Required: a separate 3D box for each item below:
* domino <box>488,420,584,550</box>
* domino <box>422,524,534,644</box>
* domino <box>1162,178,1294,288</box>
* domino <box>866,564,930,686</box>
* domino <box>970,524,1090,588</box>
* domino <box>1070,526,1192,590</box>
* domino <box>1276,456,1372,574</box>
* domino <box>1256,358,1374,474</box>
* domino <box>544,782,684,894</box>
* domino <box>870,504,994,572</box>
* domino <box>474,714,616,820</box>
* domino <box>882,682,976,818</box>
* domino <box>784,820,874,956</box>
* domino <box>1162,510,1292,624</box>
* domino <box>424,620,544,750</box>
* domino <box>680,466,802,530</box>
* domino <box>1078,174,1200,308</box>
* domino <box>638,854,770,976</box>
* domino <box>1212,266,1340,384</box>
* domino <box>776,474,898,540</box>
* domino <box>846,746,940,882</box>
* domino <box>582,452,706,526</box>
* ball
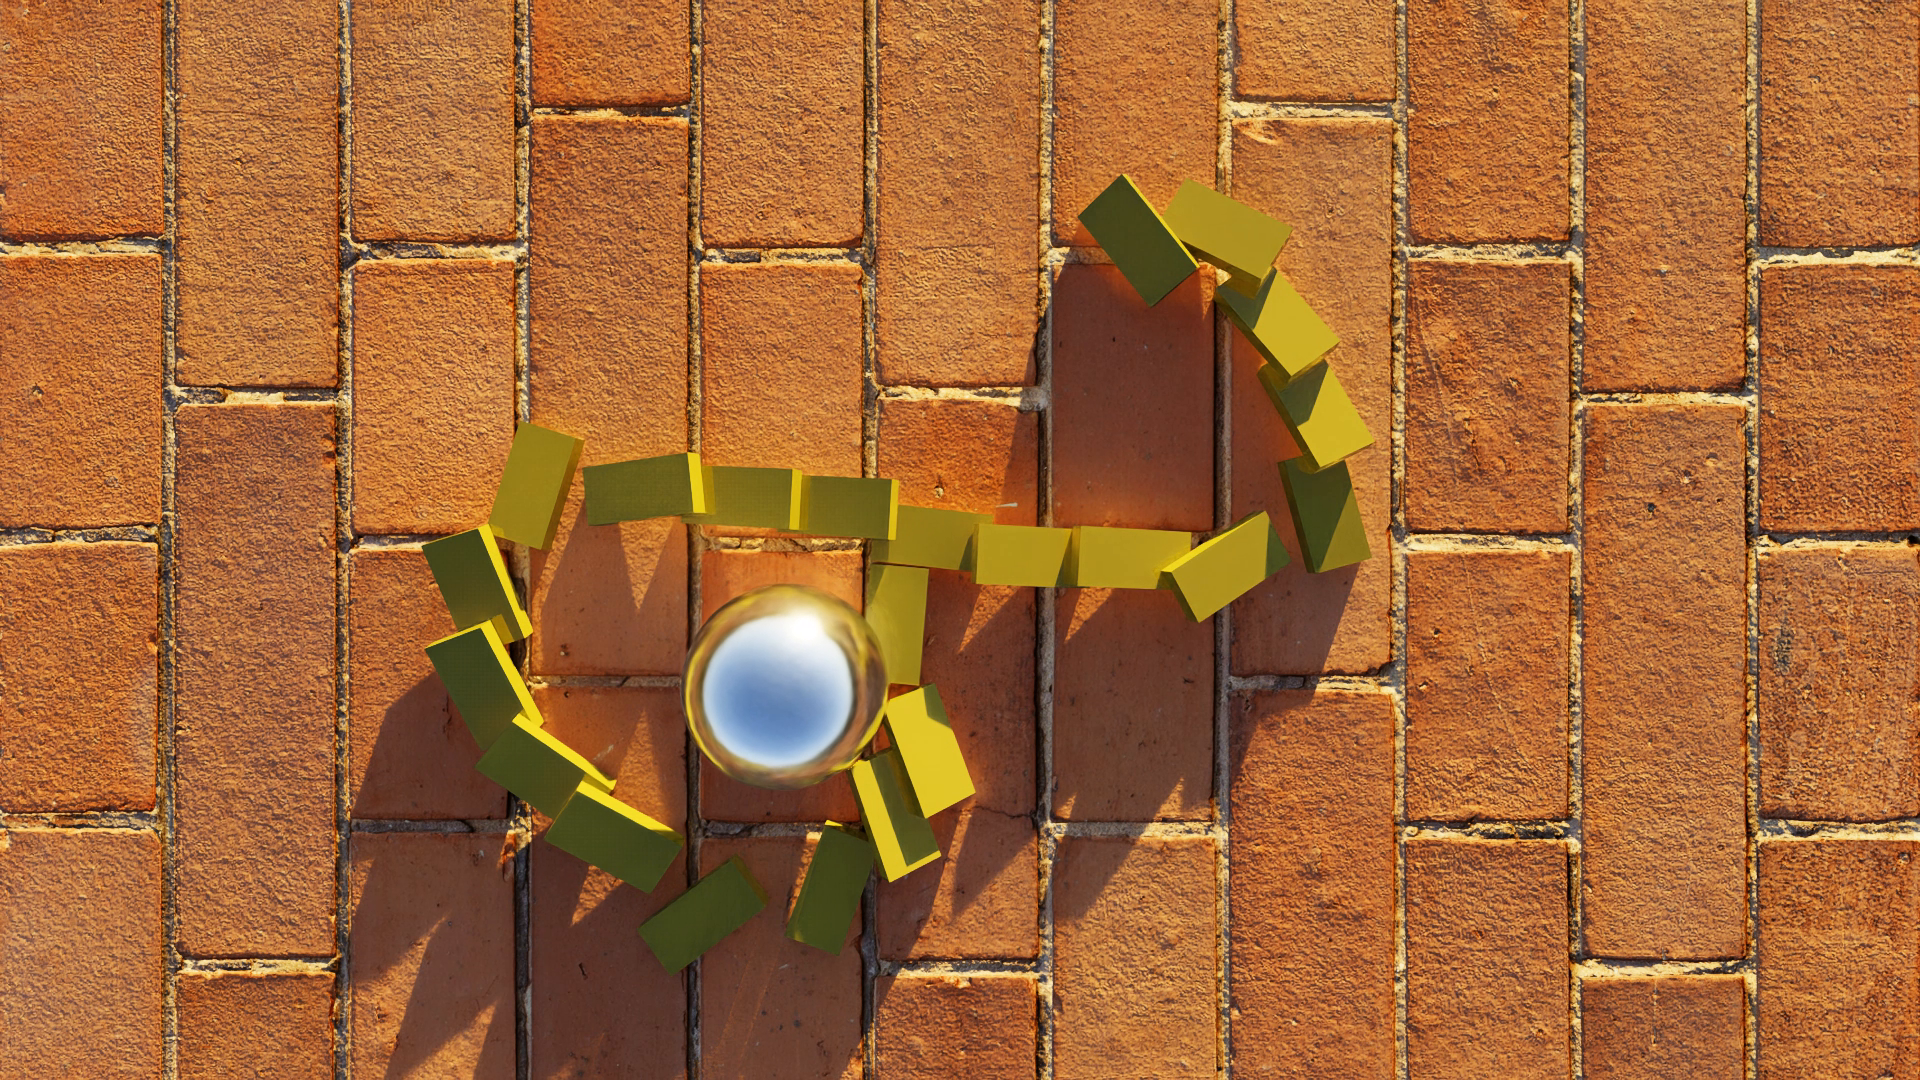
[{"bbox_3d":[-0.183,-0.023,0.395,0.025,0.009,0.050,18,90,0],"label":"domino"},{"bbox_3d":[-0.205,0.021,0.390,0.025,0.009,0.050,-17,102,0],"label":"domino"},{"bbox_3d":[0.112,-0.131,0.389,0.050,0.010,0.025,32,90,14],"label":"domino"},{"bbox_3d":[-0.028,0.036,0.395,0.025,0.010,0.050,5,90,0],"label":"domino"},{"bbox_3d":[0.031,0.007,0.390,0.050,0.009,0.025,3,90,-13],"label":"domino"},{"bbox_3d":[0.073,0.008,0.390,0.050,0.009,0.025,3,90,-13],"label":"domino"},{"bbox_3d":[0.157,-0.013,0.395,0.025,0.010,0.050,-15,90,0],"label":"domino"},{"bbox_3d":[0.151,-0.056,0.390,0.025,0.009,0.050,-25,77,0],"label":"domino"},{"bbox_3d":[-0.146,0.127,0.389,0.050,0.010,0.025,34,91,-14],"label":"domino"},{"bbox_3d":[-0.012,-0.001,0.395,0.050,0.010,0.025,6,90,0],"label":"domino"},{"bbox_3d":[-0.176,0.100,0.390,0.050,0.010,0.025,40,90,-14],"label":"domino"},{"bbox_3d":[-0.014,0.089,0.390,0.025,0.010,0.050,-20,90,-26],"label":"domino"},{"bbox_3d":[-0.055,0.150,0.395,0.025,0.010,0.050,20,90,0],"label":"domino"},{"bbox_3d":[0.113,0.011,0.389,0.050,0.009,0.025,-31,97,-10],"label":"domino"},{"bbox_3d":[-0.201,0.062,0.389,0.025,0.010,0.050,-21,104,0],"label":"domino"},{"bbox_3d":[-0.093,-0.018,0.390,0.050,0.009,0.025,3,90,13],"label":"domino"},{"bbox_3d":[0.076,-0.127,0.390,0.025,0.009,0.050,-39,90,28],"label":"domino"},{"bbox_3d":[-0.110,0.161,0.395,0.050,0.009,0.025,-36,90,0],"label":"domino"},{"bbox_3d":[0.134,-0.094,0.389,0.025,0.009,0.050,-36,76,0],"label":"domino"},{"bbox_3d":[-0.052,-0.014,0.390,0.050,0.009,0.025,3,90,14],"label":"domino"},{"bbox_3d":[-0.029,0.116,0.390,0.025,0.010,0.050,-19,90,-26],"label":"domino"},{"bbox_3d":[-0.135,-0.021,0.389,0.050,0.010,0.025,-6,89,13],"label":"domino"},{"bbox_3d":[-0.068,0.057,0.360,0.080,0.080,0.080,0,90,0],"label":"ball"}]
